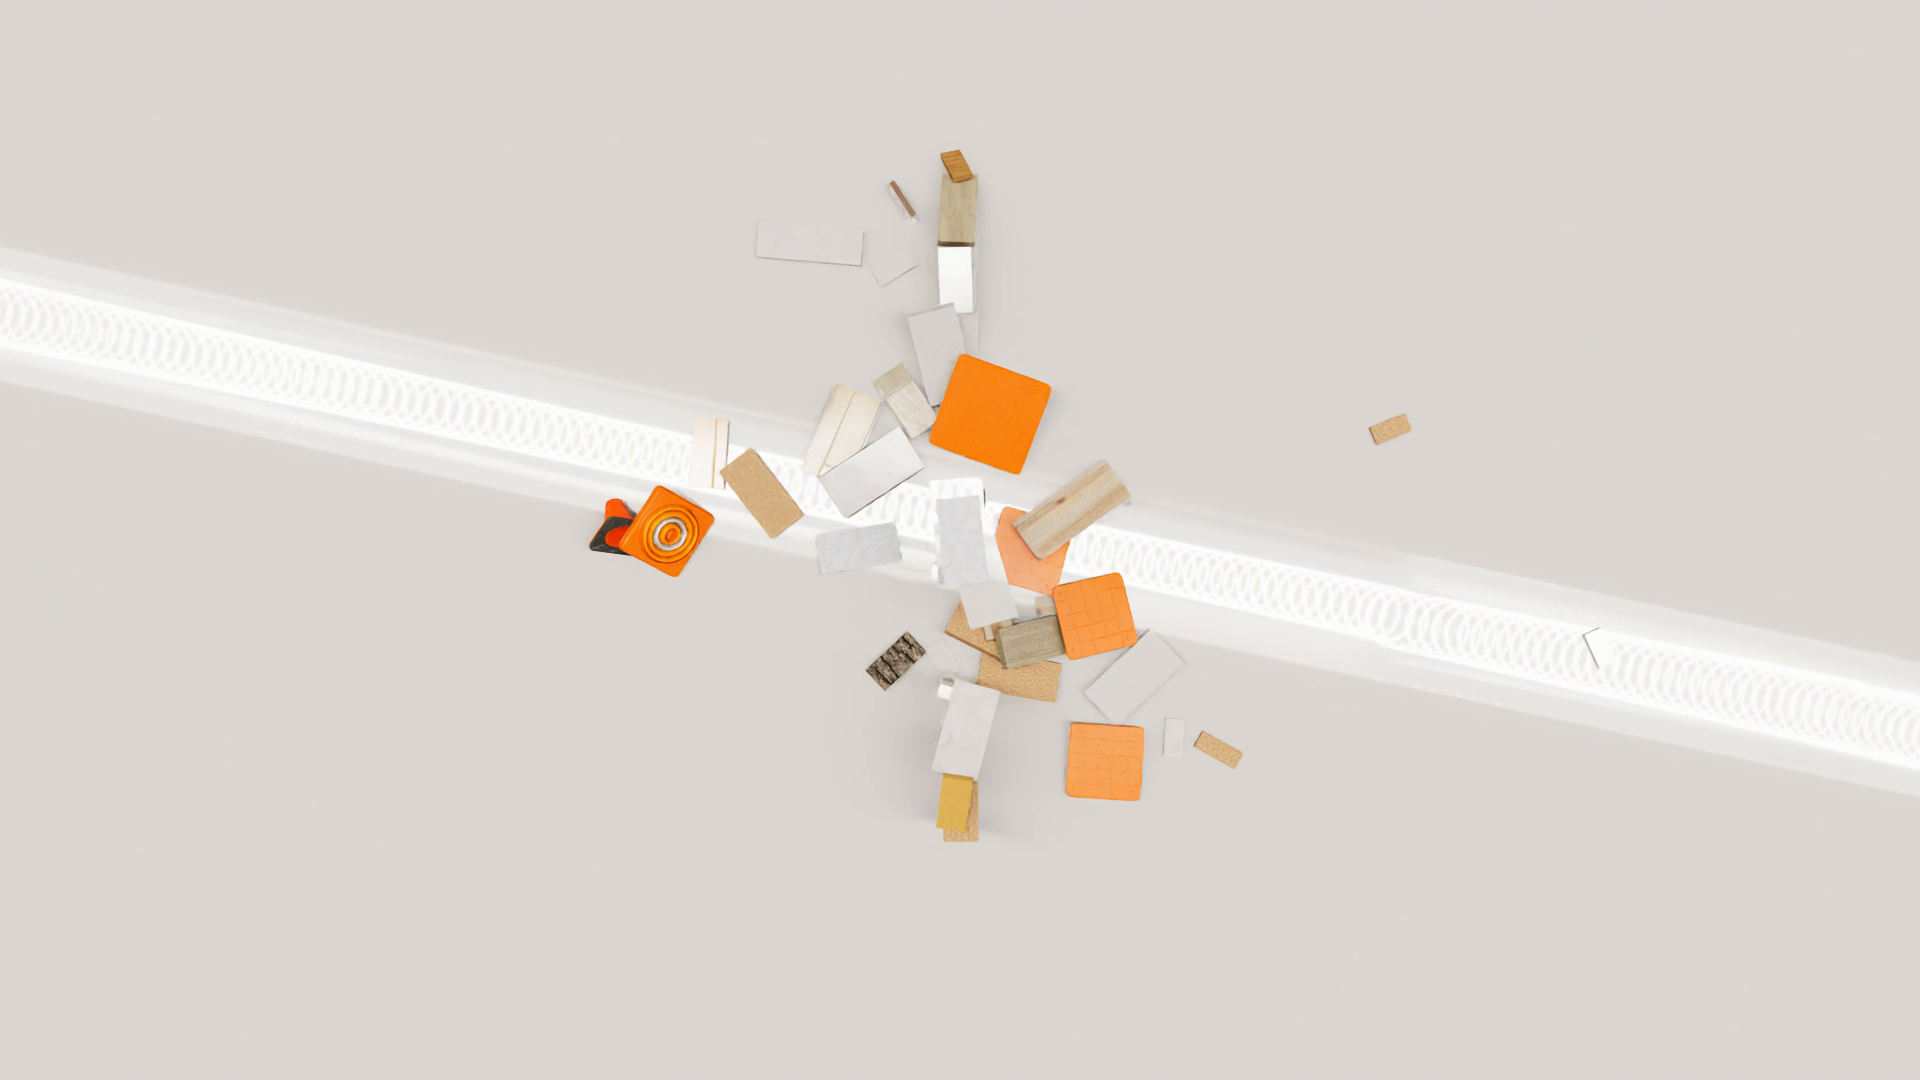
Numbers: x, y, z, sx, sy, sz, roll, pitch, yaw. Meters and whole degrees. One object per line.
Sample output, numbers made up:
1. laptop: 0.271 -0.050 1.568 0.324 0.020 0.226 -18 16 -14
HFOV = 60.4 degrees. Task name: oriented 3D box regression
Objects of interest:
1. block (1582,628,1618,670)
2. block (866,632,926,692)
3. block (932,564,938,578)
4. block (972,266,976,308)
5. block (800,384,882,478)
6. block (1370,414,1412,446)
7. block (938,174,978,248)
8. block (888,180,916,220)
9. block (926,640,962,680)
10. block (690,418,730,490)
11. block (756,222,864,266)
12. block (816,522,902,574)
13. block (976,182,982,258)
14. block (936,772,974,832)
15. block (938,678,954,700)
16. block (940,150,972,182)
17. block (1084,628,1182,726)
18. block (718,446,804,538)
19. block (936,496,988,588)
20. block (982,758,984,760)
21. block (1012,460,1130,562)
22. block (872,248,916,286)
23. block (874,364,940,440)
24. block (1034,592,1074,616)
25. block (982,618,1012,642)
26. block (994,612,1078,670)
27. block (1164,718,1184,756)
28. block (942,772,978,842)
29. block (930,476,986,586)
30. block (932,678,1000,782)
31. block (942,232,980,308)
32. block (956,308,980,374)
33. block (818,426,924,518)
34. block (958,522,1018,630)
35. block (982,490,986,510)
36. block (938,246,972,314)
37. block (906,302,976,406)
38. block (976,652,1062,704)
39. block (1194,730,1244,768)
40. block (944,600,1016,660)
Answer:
1. block: 2.131 0.360 5.491 0.063 0.018 0.125 -24 90 0
2. block: -0.213 0.403 5.487 0.189 0.027 0.094 -43 90 0
3. block: -0.008 0.099 5.336 0.163 0.327 0.046 -2 89 0
4. block: -0.001 -0.799 5.442 0.106 0.030 0.212 0 107 0
5. block: -0.395 -0.344 5.478 0.158 0.045 0.315 23 90 0
6. block: 1.433 -0.369 5.491 0.125 0.018 0.063 -22 90 0
7. block: -0.006 -1.083 5.418 0.122 0.035 0.245 3 74 1
8. block: -0.190 -1.125 5.466 0.019 0.067 0.134 -33 90 -2
9. block: -0.056 0.397 5.491 0.062 0.017 0.123 -35 90 0
10. block: -0.834 -0.287 5.484 0.115 0.033 0.229 4 90 0
11. block: -0.499 -0.984 5.484 0.348 0.033 0.115 5 90 0
12. block: -0.337 0.026 5.481 0.269 0.038 0.135 -9 90 0
13. block: 0.007 -1.064 5.483 0.122 0.035 0.245 1 90 0
14. block: -0.017 0.826 5.189 0.095 0.027 0.189 9 114 3
15. block: 0.002 0.498 5.353 0.146 0.293 0.041 16 89 0
16. block: -0.012 -1.236 5.446 0.067 0.019 0.134 -14 53 -12
17. block: 0.574 0.455 5.478 0.305 0.043 0.153 -43 90 0
18. block: -0.659 -0.156 5.463 0.135 0.038 0.282 -38 97 -1
19. block: 0.006 0.003 5.063 0.135 0.038 0.269 -6 90 0
20. block: 0.005 0.676 5.354 0.146 0.293 0.041 0 90 0
21. block: 0.368 -0.097 5.444 0.375 0.043 0.153 -35 86 -6
22. block: -0.221 -0.906 5.491 0.134 0.019 0.067 -32 90 0
23. block: -0.178 -0.460 5.484 0.115 0.033 0.230 -34 90 0
24. block: 0.315 0.214 5.491 0.125 0.018 0.063 -8 90 0
25. block: 0.112 0.236 5.447 0.095 0.027 0.189 -9 73 -10
26. block: 0.249 0.332 5.425 0.266 0.038 0.133 -12 90 -26
27. block: 0.712 0.657 5.491 0.062 0.017 0.123 4 90 0
28. block: 0.003 0.846 5.257 0.113 0.032 0.227 0 90 0
29. block: 0.000 -0.027 5.148 0.163 0.046 0.327 -5 90 0
30. block: 0.018 0.597 5.186 0.146 0.041 0.293 15 90 0
31. block: 0.001 -0.895 5.457 0.122 0.035 0.245 0 102 0
32. block: 0.006 -0.660 5.454 0.106 0.030 0.211 2 107 -1
33. block: -0.293 -0.224 5.446 0.315 0.045 0.158 -33 100 -7
34. block: 0.063 0.110 5.105 0.153 0.043 0.305 -16 90 0
35. block: -0.001 -0.123 5.336 0.163 0.327 0.046 -2 87 0
36. block: -0.015 -0.847 5.385 0.106 0.030 0.212 -2 95 0
37. block: -0.060 -0.608 5.411 0.158 0.045 0.315 -14 115 1
38. block: 0.196 0.452 5.481 0.266 0.038 0.133 10 90 0
39. block: 0.861 0.699 5.491 0.154 0.017 0.062 29 90 0
40. block: 0.098 0.307 5.455 0.266 0.038 0.133 27 70 2
